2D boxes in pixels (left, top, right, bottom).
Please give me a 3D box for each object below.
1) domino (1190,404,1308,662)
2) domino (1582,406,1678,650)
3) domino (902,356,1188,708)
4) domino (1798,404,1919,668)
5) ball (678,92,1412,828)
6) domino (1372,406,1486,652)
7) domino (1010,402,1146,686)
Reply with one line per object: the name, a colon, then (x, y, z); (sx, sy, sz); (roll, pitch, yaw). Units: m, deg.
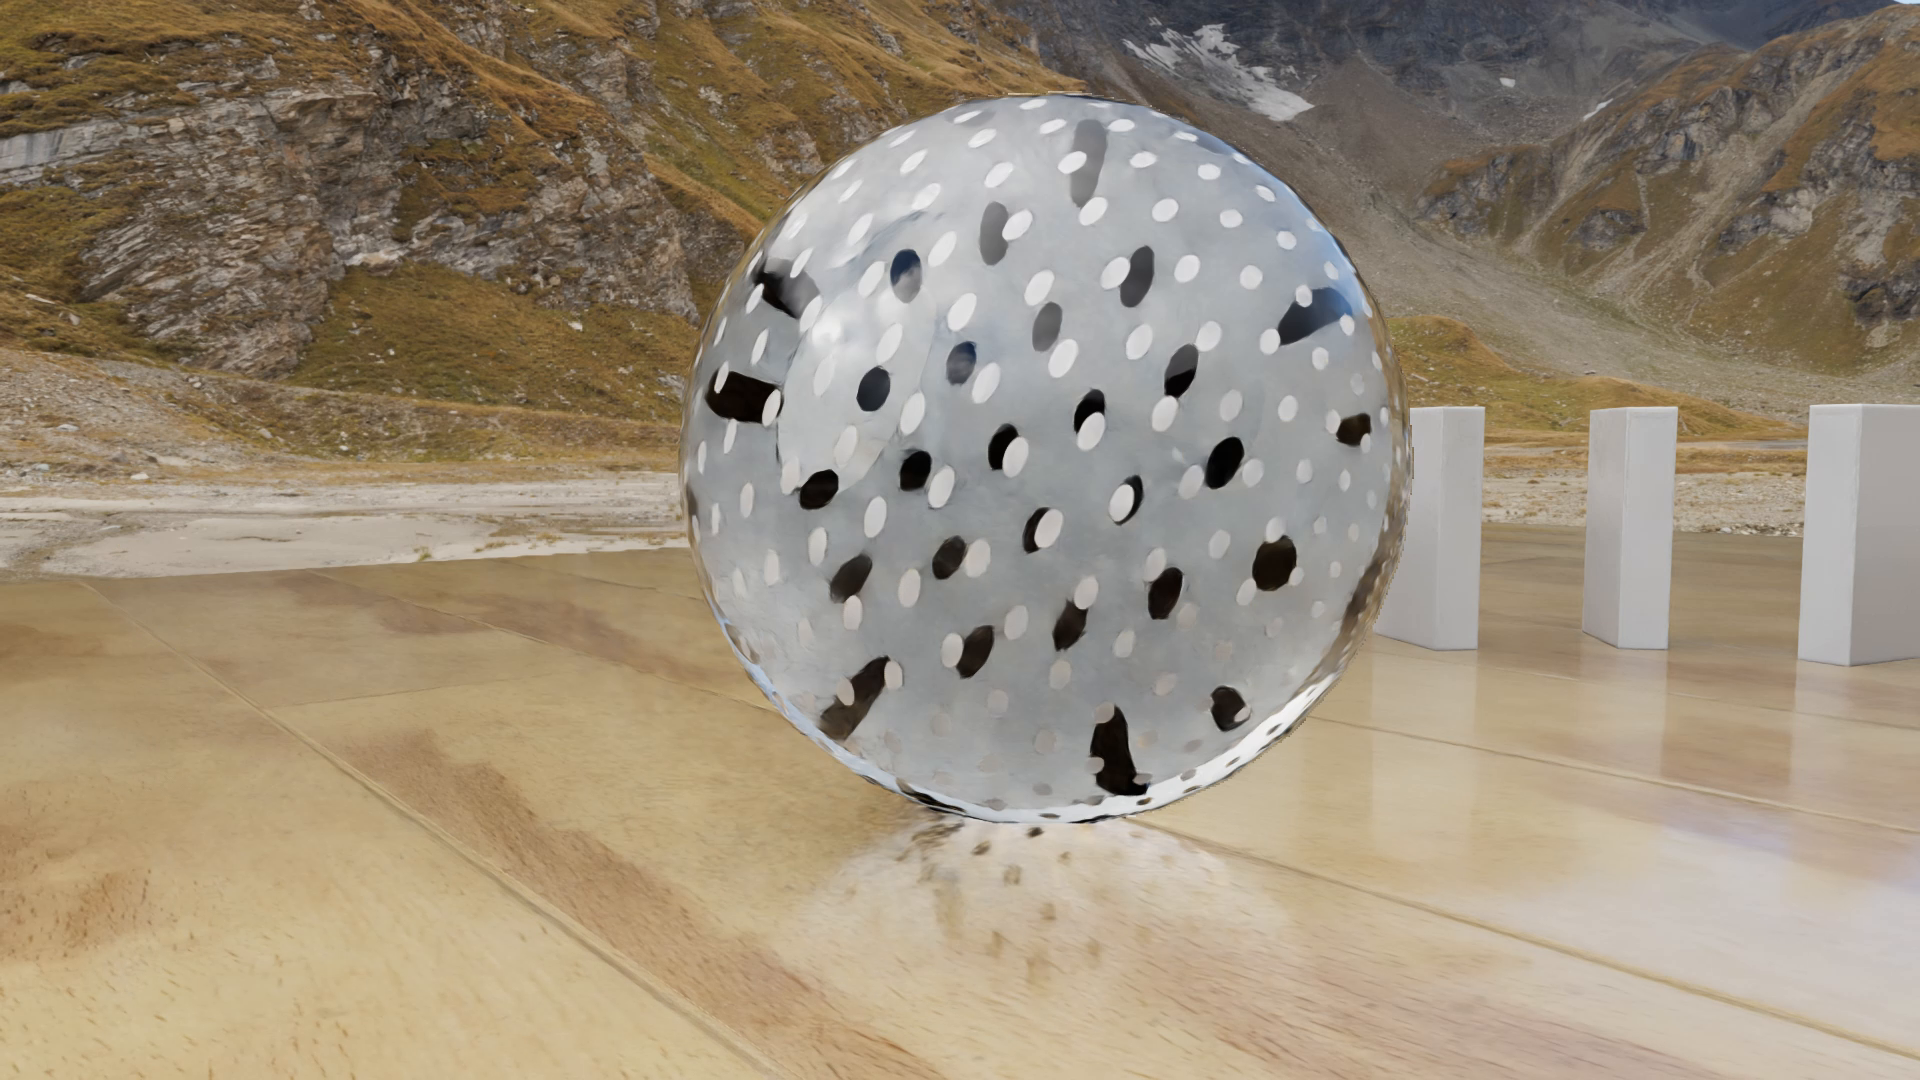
domino: (0.058, -0.002, 0.261); (0.009, 0.050, 0.025); (-2, 5, -25)
domino: (0.143, -0.003, 0.276); (0.009, 0.050, 0.025); (1, 4, 10)
domino: (0.014, -0.001, 0.207); (0.025, 0.050, 0.009); (28, -10, 1)
domino: (0.178, -0.001, 0.252); (0.025, 0.050, 0.009); (-2, 5, -26)
ball: (0.009, -0.008, 0.145); (0.080, 0.080, 0.080); (0, 4, 0)
domino: (0.100, -0.003, 0.275); (0.009, 0.050, 0.025); (-1, 4, -12)
domino: (0.021, 0.000, 0.237); (0.009, 0.050, 0.025); (-4, 6, -41)
